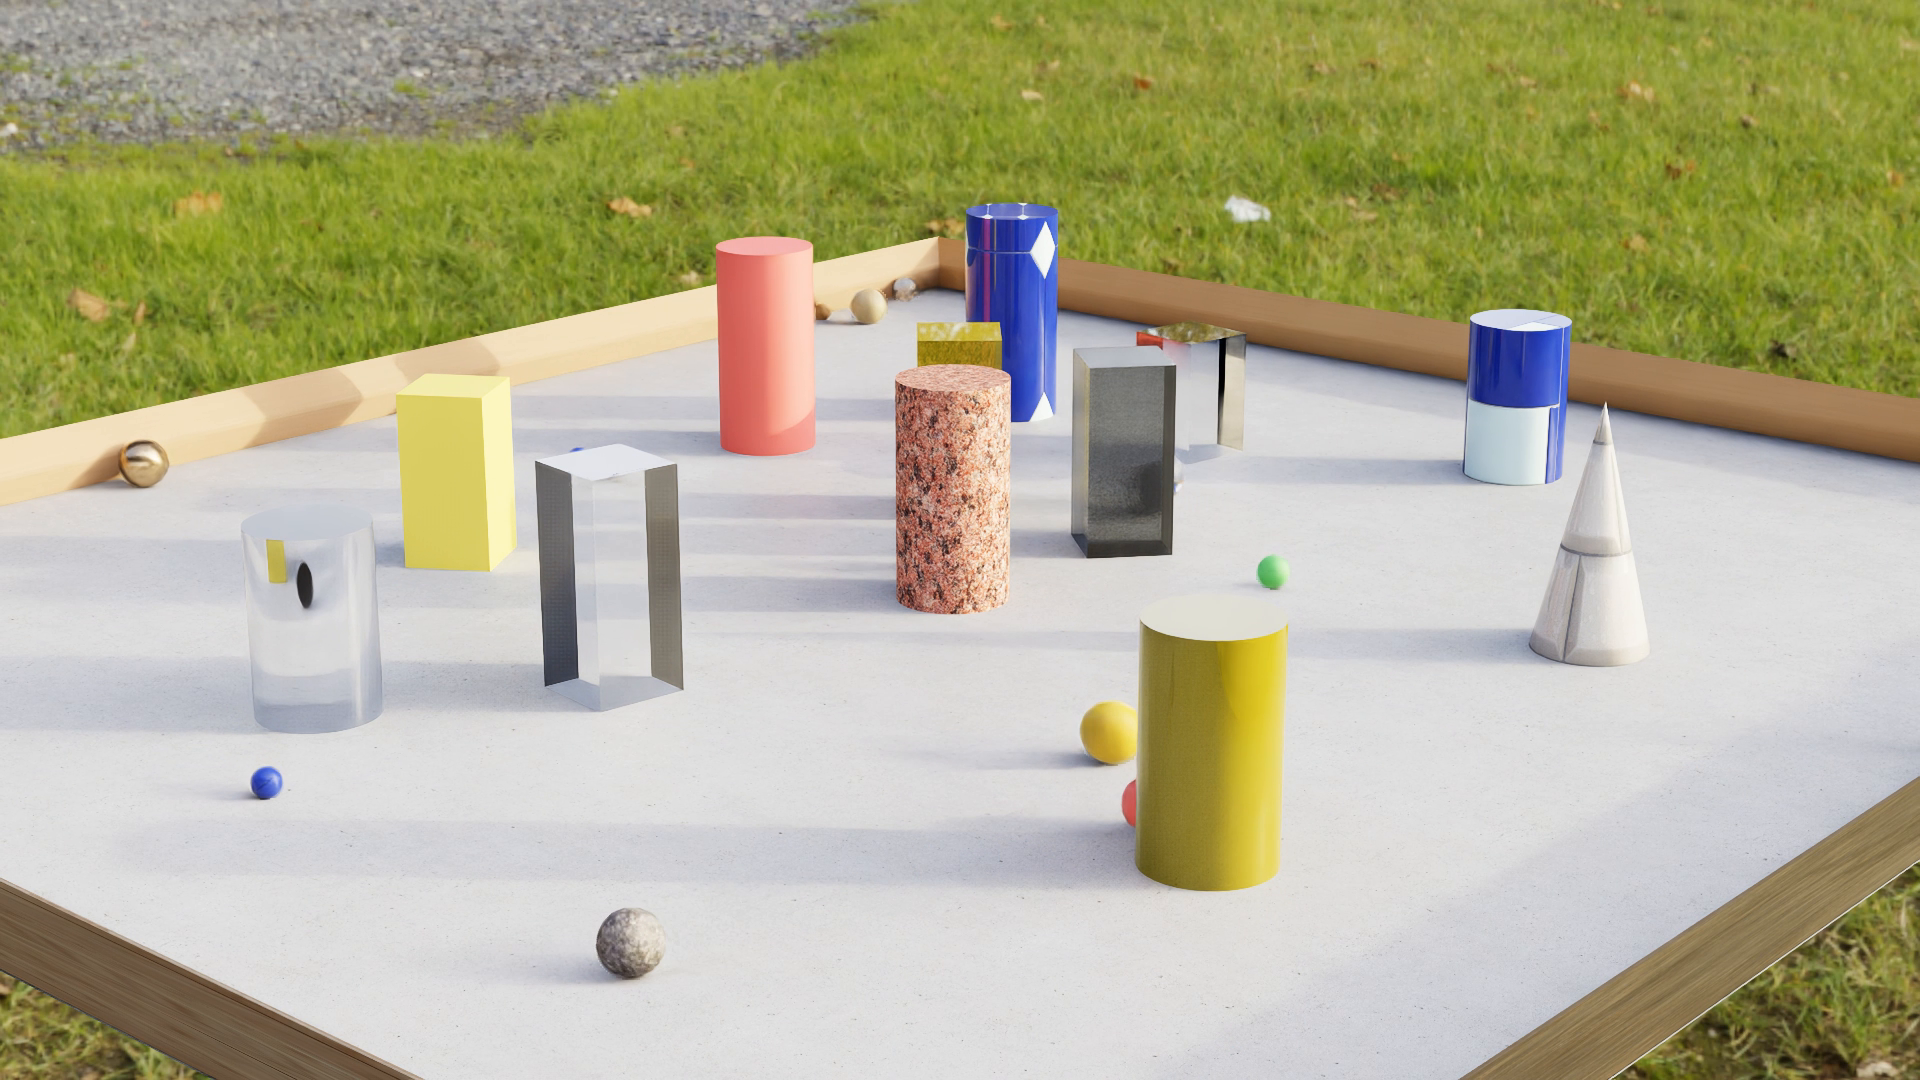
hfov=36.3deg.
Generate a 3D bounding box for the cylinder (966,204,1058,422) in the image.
[{"bbox_3d":[0.111,-0.491,6.320,0.198,0.440,0.198,0,17,0],"label":"cylinder"}]

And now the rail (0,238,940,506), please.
[{"bbox_3d":[-1.317,-0.298,6.215,0.045,0.129,3.897,14,22,39],"label":"rail"}]

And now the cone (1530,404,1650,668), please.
[{"bbox_3d":[1.044,-0.023,4.801,0.198,0.421,0.198,0,17,0],"label":"cone"}]

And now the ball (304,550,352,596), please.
[{"bbox_3d":[-1.105,0.057,5.126,0.080,0.080,0.080,0,17,0],"label":"ball"}]

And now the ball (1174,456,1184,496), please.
[{"bbox_3d":[0.387,-0.125,5.698,0.098,0.098,0.098,0,17,0],"label":"ball"}]

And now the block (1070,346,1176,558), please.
[{"bbox_3d":[0.298,-0.162,5.374,0.159,0.356,0.159,-3,17,-8],"label":"block"}]

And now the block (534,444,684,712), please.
[{"bbox_3d":[-0.551,0.057,4.615,0.159,0.374,0.159,-14,22,-39],"label":"block"}]

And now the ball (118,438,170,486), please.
[{"bbox_3d":[-1.613,-0.153,5.794,0.096,0.096,0.096,0,17,0],"label":"ball"}]

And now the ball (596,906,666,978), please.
[{"bbox_3d":[-0.409,0.500,3.644,0.087,0.087,0.087,0,17,0],"label":"ball"}]

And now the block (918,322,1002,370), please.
[{"bbox_3d":[-0.002,-0.228,5.606,0.159,0.349,0.159,0,17,-1],"label":"block"}]

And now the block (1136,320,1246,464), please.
[{"bbox_3d":[0.473,-0.306,6.035,0.159,0.250,0.159,-14,22,-39],"label":"block"}]

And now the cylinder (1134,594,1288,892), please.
[{"bbox_3d":[0.337,0.271,3.945,0.198,0.352,0.198,0,17,0],"label":"cylinder"}]

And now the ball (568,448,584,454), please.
[{"bbox_3d":[-0.769,-0.162,5.907,0.050,0.050,0.050,0,17,0],"label":"ball"}]

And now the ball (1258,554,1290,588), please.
[{"bbox_3d":[0.553,0.055,5.168,0.059,0.059,0.059,0,17,0],"label":"ball"}]

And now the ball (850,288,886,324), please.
[{"bbox_3d":[-0.226,-0.575,7.209,0.088,0.088,0.088,0,17,0],"label":"ball"}]

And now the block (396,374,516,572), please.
[{"bbox_3d":[-0.909,-0.123,5.306,0.159,0.321,0.159,3,17,9],"label":"block"}]

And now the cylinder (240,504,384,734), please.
[{"bbox_3d":[-0.997,0.120,4.521,0.198,0.308,0.198,0,17,0],"label":"cylinder"}]

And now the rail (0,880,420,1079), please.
[{"bbox_3d":[-1.262,0.451,3.728,3.536,0.129,0.045,14,22,39],"label":"rail"}]

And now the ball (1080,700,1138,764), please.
[{"bbox_3d":[0.225,0.284,4.348,0.094,0.094,0.094,0,17,0],"label":"ball"}]

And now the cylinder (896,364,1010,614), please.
[{"bbox_3d":[-0.012,-0.089,5.067,0.198,0.394,0.198,0,17,0],"label":"cylinder"}]

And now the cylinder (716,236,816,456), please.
[{"bbox_3d":[-0.401,-0.402,6.061,0.198,0.419,0.198,0,17,0],"label":"cylinder"}]

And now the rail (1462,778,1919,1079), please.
[{"bbox_3d":[1.317,0.362,4.025,0.045,0.129,3.897,14,22,39],"label":"rail"}]

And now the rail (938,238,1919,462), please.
[{"bbox_3d":[1.262,-0.387,6.511,3.536,0.129,0.045,14,22,39],"label":"rail"}]

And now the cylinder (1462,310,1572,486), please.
[{"bbox_3d":[1.112,-0.286,5.857,0.198,0.315,0.198,0,17,0],"label":"cylinder"}]

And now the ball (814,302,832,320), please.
[{"bbox_3d":[-0.340,-0.566,7.260,0.043,0.043,0.043,0,17,0],"label":"ball"}]

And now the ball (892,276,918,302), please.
[{"bbox_3d":[-0.139,-0.639,7.465,0.064,0.064,0.064,0,17,0],"label":"ball"}]

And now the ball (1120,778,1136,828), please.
[{"bbox_3d":[0.263,0.368,4.096,0.078,0.078,0.078,0,17,0],"label":"ball"}]

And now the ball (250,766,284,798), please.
[{"bbox_3d":[-0.998,0.348,4.219,0.047,0.047,0.047,0,17,0],"label":"ball"}]
